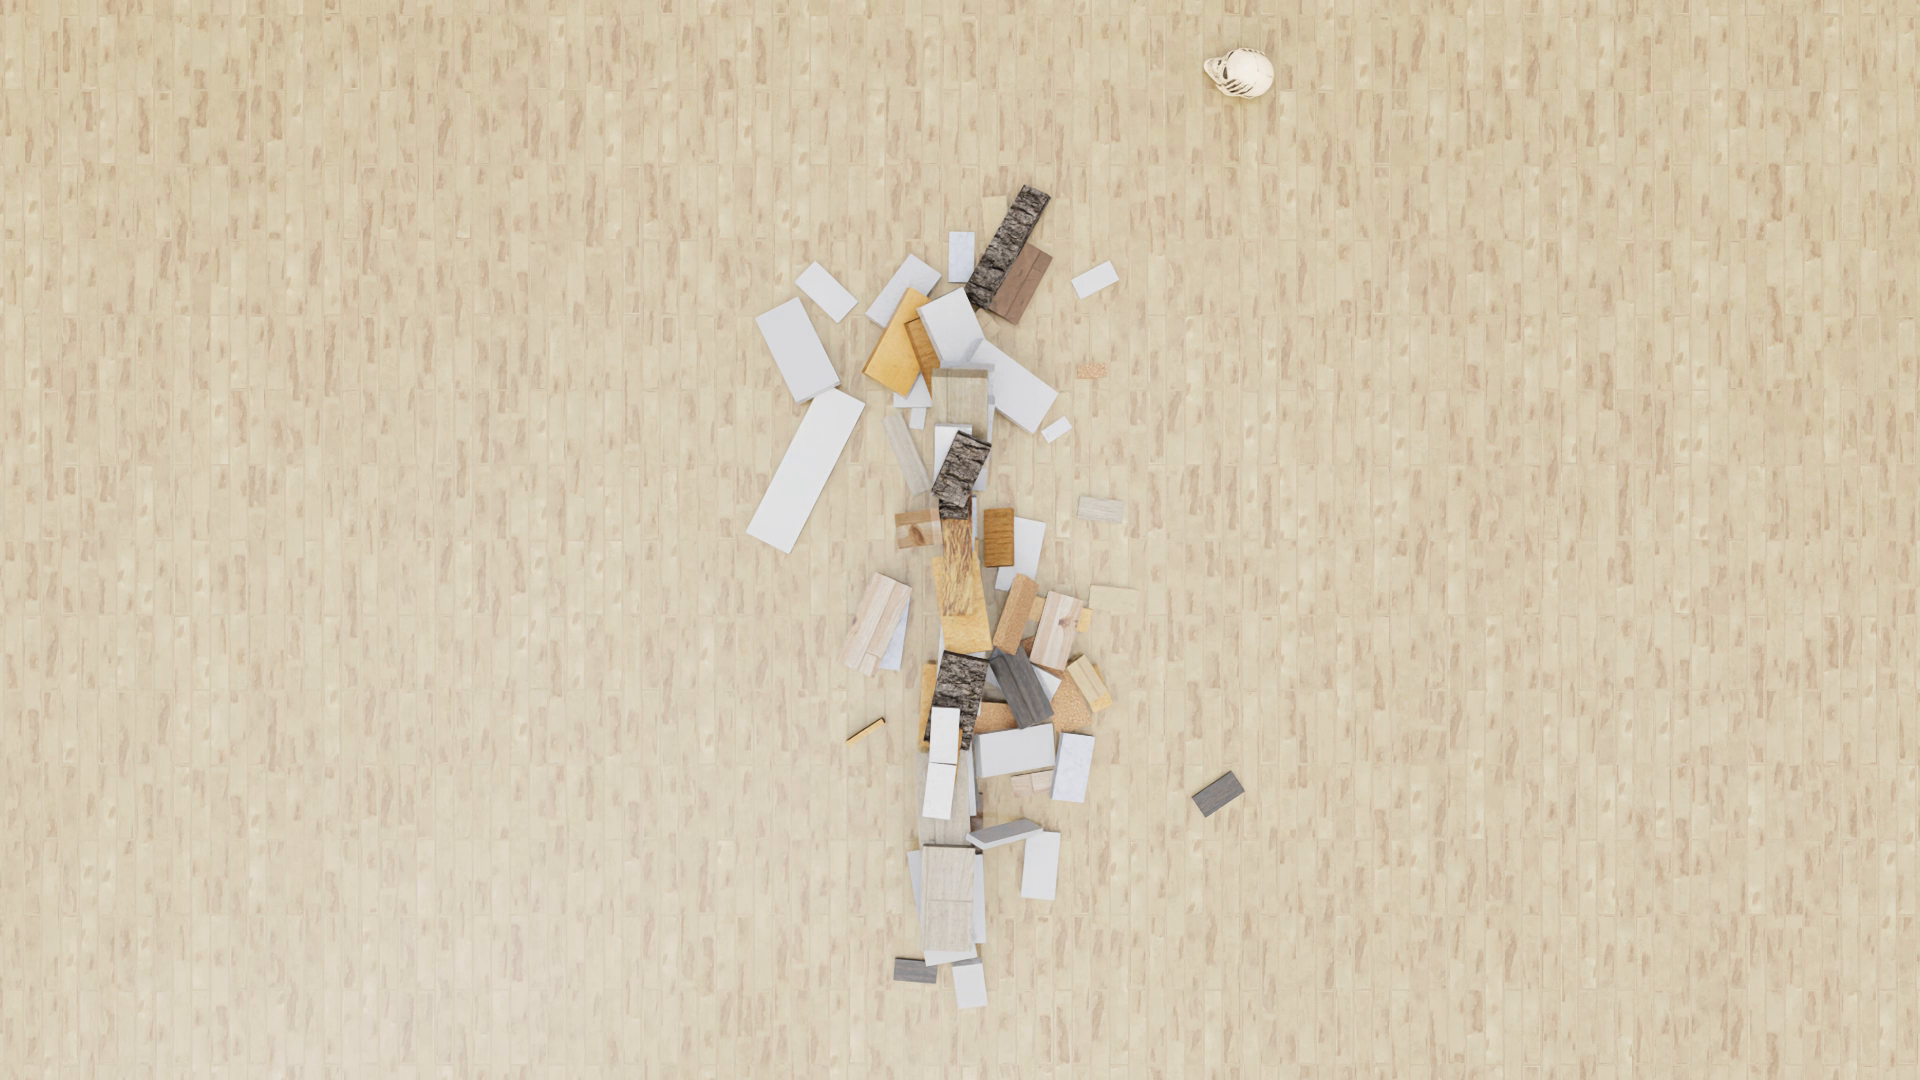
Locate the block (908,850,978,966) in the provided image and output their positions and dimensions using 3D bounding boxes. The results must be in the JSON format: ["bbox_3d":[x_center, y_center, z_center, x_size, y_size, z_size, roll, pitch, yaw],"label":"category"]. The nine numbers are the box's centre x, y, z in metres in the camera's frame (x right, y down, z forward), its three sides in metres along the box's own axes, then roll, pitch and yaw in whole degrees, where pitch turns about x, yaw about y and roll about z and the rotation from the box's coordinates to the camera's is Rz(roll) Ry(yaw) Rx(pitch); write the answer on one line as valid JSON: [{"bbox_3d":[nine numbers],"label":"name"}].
[{"bbox_3d":[-0.058,1.179,5.337,0.166,0.047,0.365,-10,76,-1],"label":"block"}]

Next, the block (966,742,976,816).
[{"bbox_3d":[-0.026,0.717,5.409,0.135,0.038,0.375,-4,85,0],"label":"block"}]

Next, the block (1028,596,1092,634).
[{"bbox_3d":[0.301,0.239,5.489,0.269,0.023,0.080,14,90,0],"label":"block"}]

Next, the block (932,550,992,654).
[{"bbox_3d":[0.005,0.207,5.326,0.149,0.042,0.322,-9,84,-1],"label":"block"}]

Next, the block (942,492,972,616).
[{"bbox_3d":[-0.008,0.018,5.318,0.096,0.027,0.469,-1,70,2],"label":"block"}]

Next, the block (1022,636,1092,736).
[{"bbox_3d":[0.322,0.471,5.483,0.121,0.034,0.337,-21,90,0],"label":"block"}]

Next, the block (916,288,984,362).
[{"bbox_3d":[-0.002,-0.643,5.373,0.160,0.045,0.320,-28,104,-15],"label":"block"}]

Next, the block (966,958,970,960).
[{"bbox_3d":[-0.014,1.275,5.404,0.099,0.028,0.198,-7,90,0],"label":"block"}]

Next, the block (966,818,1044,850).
[{"bbox_3d":[0.146,0.952,5.353,0.075,0.316,0.021,25,106,36],"label":"block"}]

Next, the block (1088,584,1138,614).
[{"bbox_3d":[0.509,0.196,5.489,0.159,0.023,0.080,6,90,0],"label":"block"}]

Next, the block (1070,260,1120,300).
[{"bbox_3d":[0.449,-0.864,5.490,0.144,0.020,0.072,-27,90,0],"label":"block"}]

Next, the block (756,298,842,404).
[{"bbox_3d":[-0.535,-0.625,5.452,0.160,0.045,0.319,-27,81,0],"label":"block"}]

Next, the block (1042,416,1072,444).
[{"bbox_3d":[0.321,-0.368,5.493,0.094,0.013,0.047,-34,90,0],"label":"block"}]

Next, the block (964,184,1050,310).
[{"bbox_3d":[0.150,-0.967,5.441,0.099,0.028,0.430,29,88,23],"label":"block"}]

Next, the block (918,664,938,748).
[{"bbox_3d":[-0.062,0.544,5.386,0.135,0.038,0.269,4,85,1],"label":"block"}]

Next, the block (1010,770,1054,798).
[{"bbox_3d":[0.245,0.811,5.490,0.143,0.020,0.072,-9,90,0],"label":"block"}]

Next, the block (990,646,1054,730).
[{"bbox_3d":[0.202,0.485,5.403,0.123,0.035,0.247,-26,80,2],"label":"block"}]

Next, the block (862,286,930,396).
[{"bbox_3d":[-0.176,-0.649,5.409,0.160,0.045,0.319,29,85,-19],"label":"block"}]

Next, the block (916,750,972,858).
[{"bbox_3d":[-0.053,0.849,5.313,0.166,0.047,0.331,-3,83,1],"label":"block"}]

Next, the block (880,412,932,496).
[{"bbox_3d":[-0.177,-0.285,5.490,0.072,0.020,0.277,-23,90,0],"label":"block"}]

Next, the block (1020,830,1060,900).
[{"bbox_3d":[0.268,1.078,5.484,0.112,0.032,0.223,5,90,0],"label":"block"}]

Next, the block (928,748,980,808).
[{"bbox_3d":[-0.023,0.743,5.447,0.145,0.041,0.290,-7,85,0],"label":"block"}]

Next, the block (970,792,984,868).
[{"bbox_3d":[0.004,1.070,5.479,0.145,0.041,0.453,0,90,0],"label":"block"}]

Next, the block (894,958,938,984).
[{"bbox_3d":[-0.148,1.434,5.490,0.143,0.020,0.072,5,90,0],"label":"block"}]

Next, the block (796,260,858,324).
[{"bbox_3d":[-0.443,-0.823,5.486,0.198,0.028,0.099,44,90,0],"label":"block"}]

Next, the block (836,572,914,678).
[{"bbox_3d":[-0.282,0.279,5.441,0.139,0.039,0.322,24,90,0],"label":"block"}]

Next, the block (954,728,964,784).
[{"bbox_3d":[-0.046,0.686,5.279,0.088,0.025,0.176,8,94,2],"label":"block"}]

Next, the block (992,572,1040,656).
[{"bbox_3d":[0.182,0.242,5.365,0.035,0.123,0.247,15,80,27],"label":"block"}]

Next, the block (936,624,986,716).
[{"bbox_3d":[0.002,0.413,5.353,0.149,0.042,0.299,5,86,0],"label":"block"}]

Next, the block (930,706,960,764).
[{"bbox_3d":[-0.049,0.620,5.250,0.088,0.025,0.176,3,94,3],"label":"block"}]

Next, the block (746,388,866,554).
[{"bbox_3d":[-0.510,-0.238,5.477,0.160,0.045,0.558,27,90,0],"label":"block"}]

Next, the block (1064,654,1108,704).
[{"bbox_3d":[0.416,0.458,5.445,0.075,0.021,0.150,-35,104,-11],"label":"block"}]

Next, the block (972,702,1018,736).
[{"bbox_3d":[0.132,0.594,5.430,0.223,0.032,0.112,7,86,-28],"label":"block"}]

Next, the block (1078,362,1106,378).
[{"bbox_3d":[0.439,-0.563,5.493,0.095,0.013,0.047,-3,90,0],"label":"block"}]

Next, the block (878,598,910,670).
[{"bbox_3d":[-0.249,0.286,5.480,0.139,0.039,0.277,8,90,0],"label":"block"}]

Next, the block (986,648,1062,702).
[{"bbox_3d":[0.203,0.457,5.457,0.242,0.034,0.121,28,99,8],"label":"block"}]
